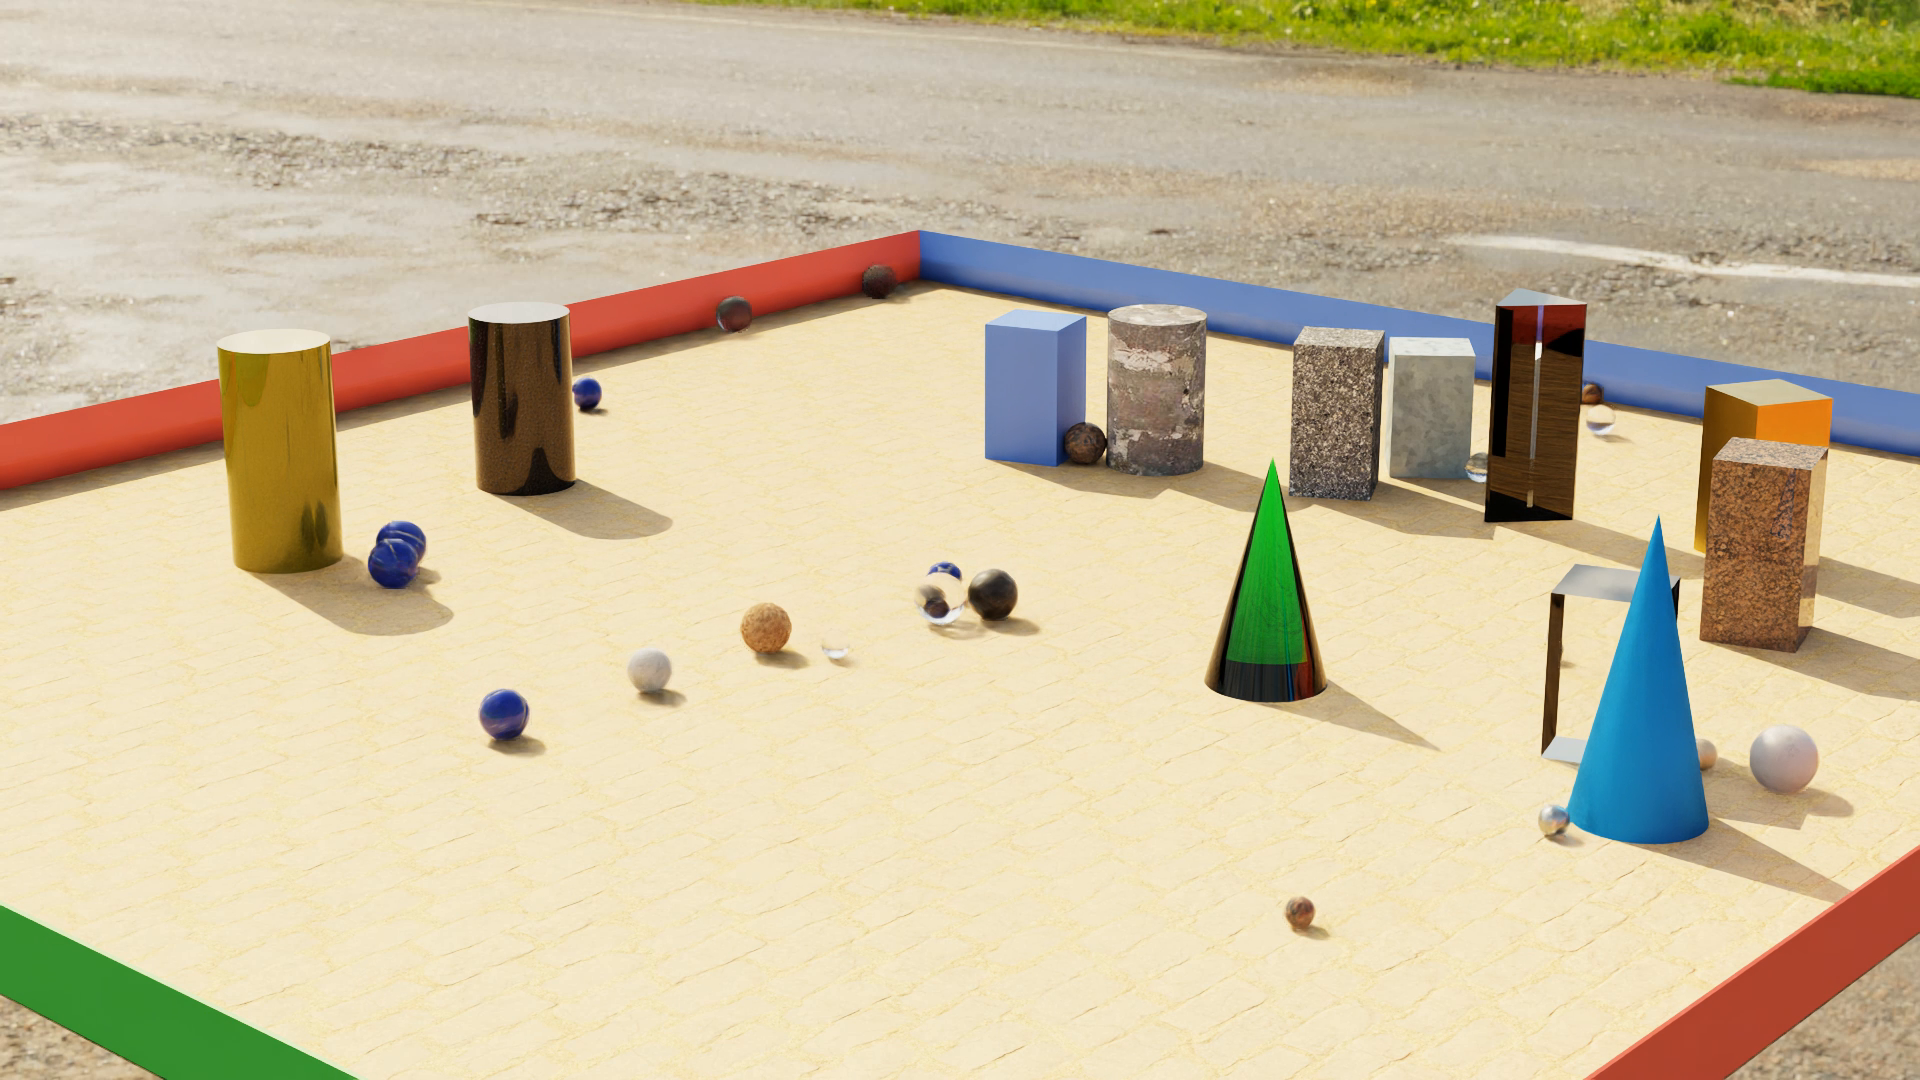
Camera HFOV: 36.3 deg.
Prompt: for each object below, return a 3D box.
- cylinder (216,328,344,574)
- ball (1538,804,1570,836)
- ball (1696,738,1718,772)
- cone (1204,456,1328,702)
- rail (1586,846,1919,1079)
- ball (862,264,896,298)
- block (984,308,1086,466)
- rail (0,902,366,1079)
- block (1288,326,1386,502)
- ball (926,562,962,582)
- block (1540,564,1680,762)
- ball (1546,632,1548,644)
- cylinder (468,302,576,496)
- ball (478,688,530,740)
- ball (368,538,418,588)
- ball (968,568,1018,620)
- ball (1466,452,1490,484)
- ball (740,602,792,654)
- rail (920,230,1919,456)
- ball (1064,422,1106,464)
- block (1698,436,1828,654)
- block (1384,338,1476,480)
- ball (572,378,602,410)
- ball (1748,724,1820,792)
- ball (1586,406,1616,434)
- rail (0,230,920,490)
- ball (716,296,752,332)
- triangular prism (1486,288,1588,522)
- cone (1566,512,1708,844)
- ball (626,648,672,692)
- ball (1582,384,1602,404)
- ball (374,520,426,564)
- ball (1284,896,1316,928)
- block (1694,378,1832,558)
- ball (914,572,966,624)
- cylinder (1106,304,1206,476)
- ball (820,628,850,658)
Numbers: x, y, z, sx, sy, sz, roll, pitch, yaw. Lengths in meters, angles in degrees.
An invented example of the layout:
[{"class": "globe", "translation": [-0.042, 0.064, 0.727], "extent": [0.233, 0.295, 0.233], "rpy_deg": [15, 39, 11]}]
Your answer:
[{"class": "cylinder", "translation": [-1.224, -0.161, 5.287], "extent": [0.198, 0.405, 0.198], "rpy_deg": [0, 17, 0]}, {"class": "ball", "translation": [0.826, 0.390, 4.081], "extent": [0.045, 0.045, 0.045], "rpy_deg": [0, 17, 0]}, {"class": "ball", "translation": [1.091, 0.316, 4.320], "extent": [0.048, 0.048, 0.048], "rpy_deg": [0, 17, 0]}, {"class": "cone", "translation": [0.490, 0.047, 4.646], "extent": [0.198, 0.376, 0.198], "rpy_deg": [0, 17, 0]}, {"class": "rail", "translation": [1.392, 0.381, 3.962], "extent": [0.045, 0.129, 3.973], "rpy_deg": [14, 22, 39]}, {"class": "ball", "translation": [-0.205, -0.663, 7.503], "extent": [0.087, 0.087, 0.087], "rpy_deg": [0, 17, 0]}, {"class": "block", "translation": [0.155, -0.313, 6.004], "extent": [0.158, 0.282, 0.158], "rpy_deg": [7, 18, 23]}, {"class": "rail", "translation": [-1.287, 0.460, 3.701], "extent": [3.735, 0.129, 0.045], "rpy_deg": [14, 22, 39]}, {"class": "block", "translation": [0.739, -0.249, 5.751], "extent": [0.158, 0.305, 0.158], "rpy_deg": [4, 17, 13]}, {"class": "ball", "translation": [-0.027, 0.069, 5.113], "extent": [0.064, 0.064, 0.064], "rpy_deg": [0, 17, 0]}, {"class": "block", "translation": [0.972, 0.189, 4.378], "extent": [0.158, 0.258, 0.158], "rpy_deg": [7, 18, 23]}, {"class": "ball", "translation": [0.989, 0.161, 4.844], "extent": [0.043, 0.043, 0.043], "rpy_deg": [0, 17, 0]}, {"class": "cylinder", "translation": [-0.863, -0.280, 5.783], "extent": [0.198, 0.346, 0.198], "rpy_deg": [0, 17, 0]}, {"class": "ball", "translation": [-0.691, 0.264, 4.442], "extent": [0.079, 0.079, 0.079], "rpy_deg": [0, 17, 0]}, {"class": "ball", "translation": [-0.998, 0.041, 5.166], "extent": [0.088, 0.088, 0.088], "rpy_deg": [0, 17, 0]}, {"class": "ball", "translation": [0.057, 0.093, 4.995], "extent": [0.087, 0.087, 0.087], "rpy_deg": [0, 17, 0]}, {"class": "ball", "translation": [1.036, -0.144, 5.823], "extent": [0.062, 0.062, 0.062], "rpy_deg": [0, 17, 0]}, {"class": "ball", "translation": [-0.320, 0.145, 4.828], "extent": [0.084, 0.084, 0.084], "rpy_deg": [0, 17, 0]}, {"class": "rail", "translation": [1.287, -0.395, 6.539], "extent": [3.735, 0.129, 0.045], "rpy_deg": [14, 22, 39]}, {"class": "ball", "translation": [0.255, -0.197, 5.958], "extent": [0.086, 0.086, 0.086], "rpy_deg": [0, 17, 0]}, {"class": "block", "translation": [1.340, 0.007, 4.888], "extent": [0.158, 0.313, 0.158], "rpy_deg": [8, 18, 24]}, {"class": "block", "translation": [0.945, -0.267, 5.902], "extent": [0.158, 0.252, 0.158], "rpy_deg": [1, 17, 4]}, {"class": "ball", "translation": [-0.814, -0.320, 6.393], "extent": [0.071, 0.071, 0.071], "rpy_deg": [0, 17, 0]}, {"class": "ball", "translation": [1.190, 0.316, 4.234], "extent": [0.099, 0.099, 0.099], "rpy_deg": [0, 17, 0]}, {"class": "ball", "translation": [1.351, -0.253, 6.184], "extent": [0.063, 0.063, 0.063], "rpy_deg": [0, 17, 0]}, {"class": "rail", "translation": [-1.392, -0.317, 6.277], "extent": [0.045, 0.129, 3.973], "rpy_deg": [14, 22, 39]}, {"class": "ball", "translation": [-0.550, -0.548, 7.125], "extent": [0.085, 0.085, 0.085], "rpy_deg": [0, 17, 0]}, {"class": "triangular prism", "translation": [1.075, -0.258, 5.584], "extent": [0.171, 0.419, 0.148], "rpy_deg": [-2, 17, -6]}, {"class": "cone", "translation": [0.959, 0.177, 4.087], "extent": [0.198, 0.449, 0.198], "rpy_deg": [0, 17, 0]}, {"class": "ball", "translation": [-0.493, 0.206, 4.645], "extent": [0.072, 0.072, 0.072], "rpy_deg": [0, 17, 0]}, {"class": "ball", "translation": [1.387, -0.320, 6.435], "extent": [0.047, 0.047, 0.047], "rpy_deg": [0, 17, 0]}, {"class": "ball", "translation": [-1.004, 0.009, 5.264], "extent": [0.092, 0.092, 0.092], "rpy_deg": [0, 17, 0]}, {"class": "ball", "translation": [0.439, 0.480, 3.788], "extent": [0.041, 0.041, 0.041], "rpy_deg": [0, 17, 0]}, {"class": "block", "translation": [1.453, -0.118, 5.312], "extent": [0.158, 0.308, 0.158], "rpy_deg": [-6, 18, -20]}, {"class": "ball", "translation": [-0.034, 0.099, 4.974], "extent": [0.089, 0.089, 0.089], "rpy_deg": [0, 17, 0]}, {"class": "cylinder", "translation": [0.396, -0.304, 5.926], "extent": [0.198, 0.309, 0.198], "rpy_deg": [0, 17, 0]}, {"class": "ball", "translation": [-0.205, 0.170, 4.806], "extent": [0.048, 0.048, 0.048], "rpy_deg": [0, 17, 0]}]
